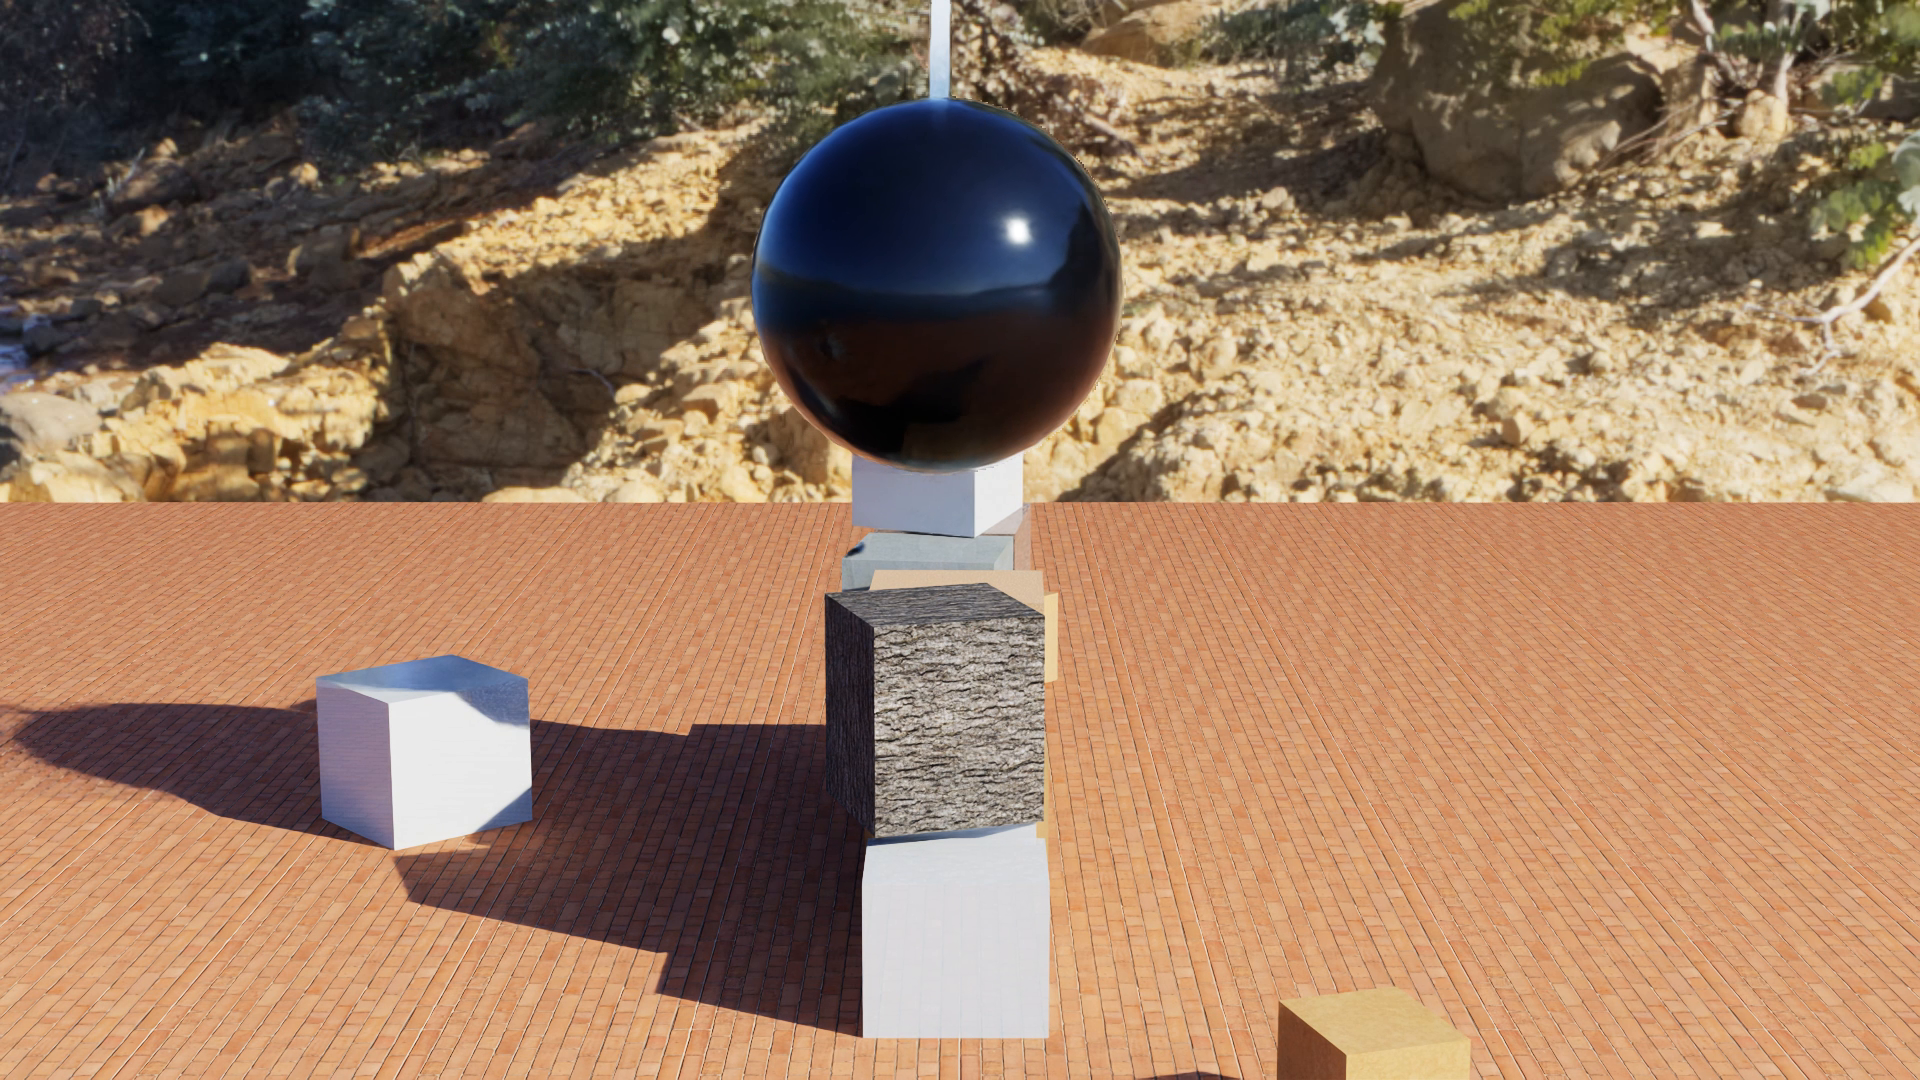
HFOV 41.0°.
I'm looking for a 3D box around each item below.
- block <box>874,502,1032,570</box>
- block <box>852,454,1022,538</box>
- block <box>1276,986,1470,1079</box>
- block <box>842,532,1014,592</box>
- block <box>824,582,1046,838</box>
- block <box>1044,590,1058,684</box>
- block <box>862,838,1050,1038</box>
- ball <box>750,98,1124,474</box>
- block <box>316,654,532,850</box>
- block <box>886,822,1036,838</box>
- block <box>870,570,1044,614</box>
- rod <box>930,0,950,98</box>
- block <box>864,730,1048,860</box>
[{"bbox_3d":[-0.028,0.187,12.322,0.666,0.626,0.630,2,15,8],"label":"block"},{"bbox_3d":[-0.102,-0.448,12.155,0.617,0.689,0.649,6,15,20],"label":"block"},{"bbox_3d":[1.354,1.793,8.456,0.440,0.447,0.510,-3,11,-18],"label":"block"},{"bbox_3d":[-0.138,0.387,11.683,0.680,0.716,0.677,1,10,8],"label":"block"},{"bbox_3d":[-0.107,0.653,10.107,0.684,0.817,0.685,-3,11,-18],"label":"block"},{"bbox_3d":[0.250,0.567,14.995,0.464,0.518,0.445,9,13,40],"label":"block"},{"bbox_3d":[-0.015,1.495,9.690,0.684,0.591,0.572,0,10,0],"label":"block"},{"bbox_3d":[-0.101,-1.084,10.983,1.600,1.600,1.600,0,10,0],"label":"ball"},{"bbox_3d":[-2.543,0.991,12.180,0.736,0.692,0.694,-9,14,-41],"label":"block"},{"bbox_3d":[-0.012,1.351,10.344,0.601,0.641,0.653,0,10,-1],"label":"block"},{"bbox_3d":[-0.013,0.517,10.961,0.734,0.653,0.705,0,10,1],"label":"block"},{"bbox_3d":[-0.044,-4.429,10.375,0.080,5.200,0.080,1,10,0],"label":"rod"},{"bbox_3d":[-0.015,1.197,11.012,0.764,0.704,0.682,0,10,0],"label":"block"}]
